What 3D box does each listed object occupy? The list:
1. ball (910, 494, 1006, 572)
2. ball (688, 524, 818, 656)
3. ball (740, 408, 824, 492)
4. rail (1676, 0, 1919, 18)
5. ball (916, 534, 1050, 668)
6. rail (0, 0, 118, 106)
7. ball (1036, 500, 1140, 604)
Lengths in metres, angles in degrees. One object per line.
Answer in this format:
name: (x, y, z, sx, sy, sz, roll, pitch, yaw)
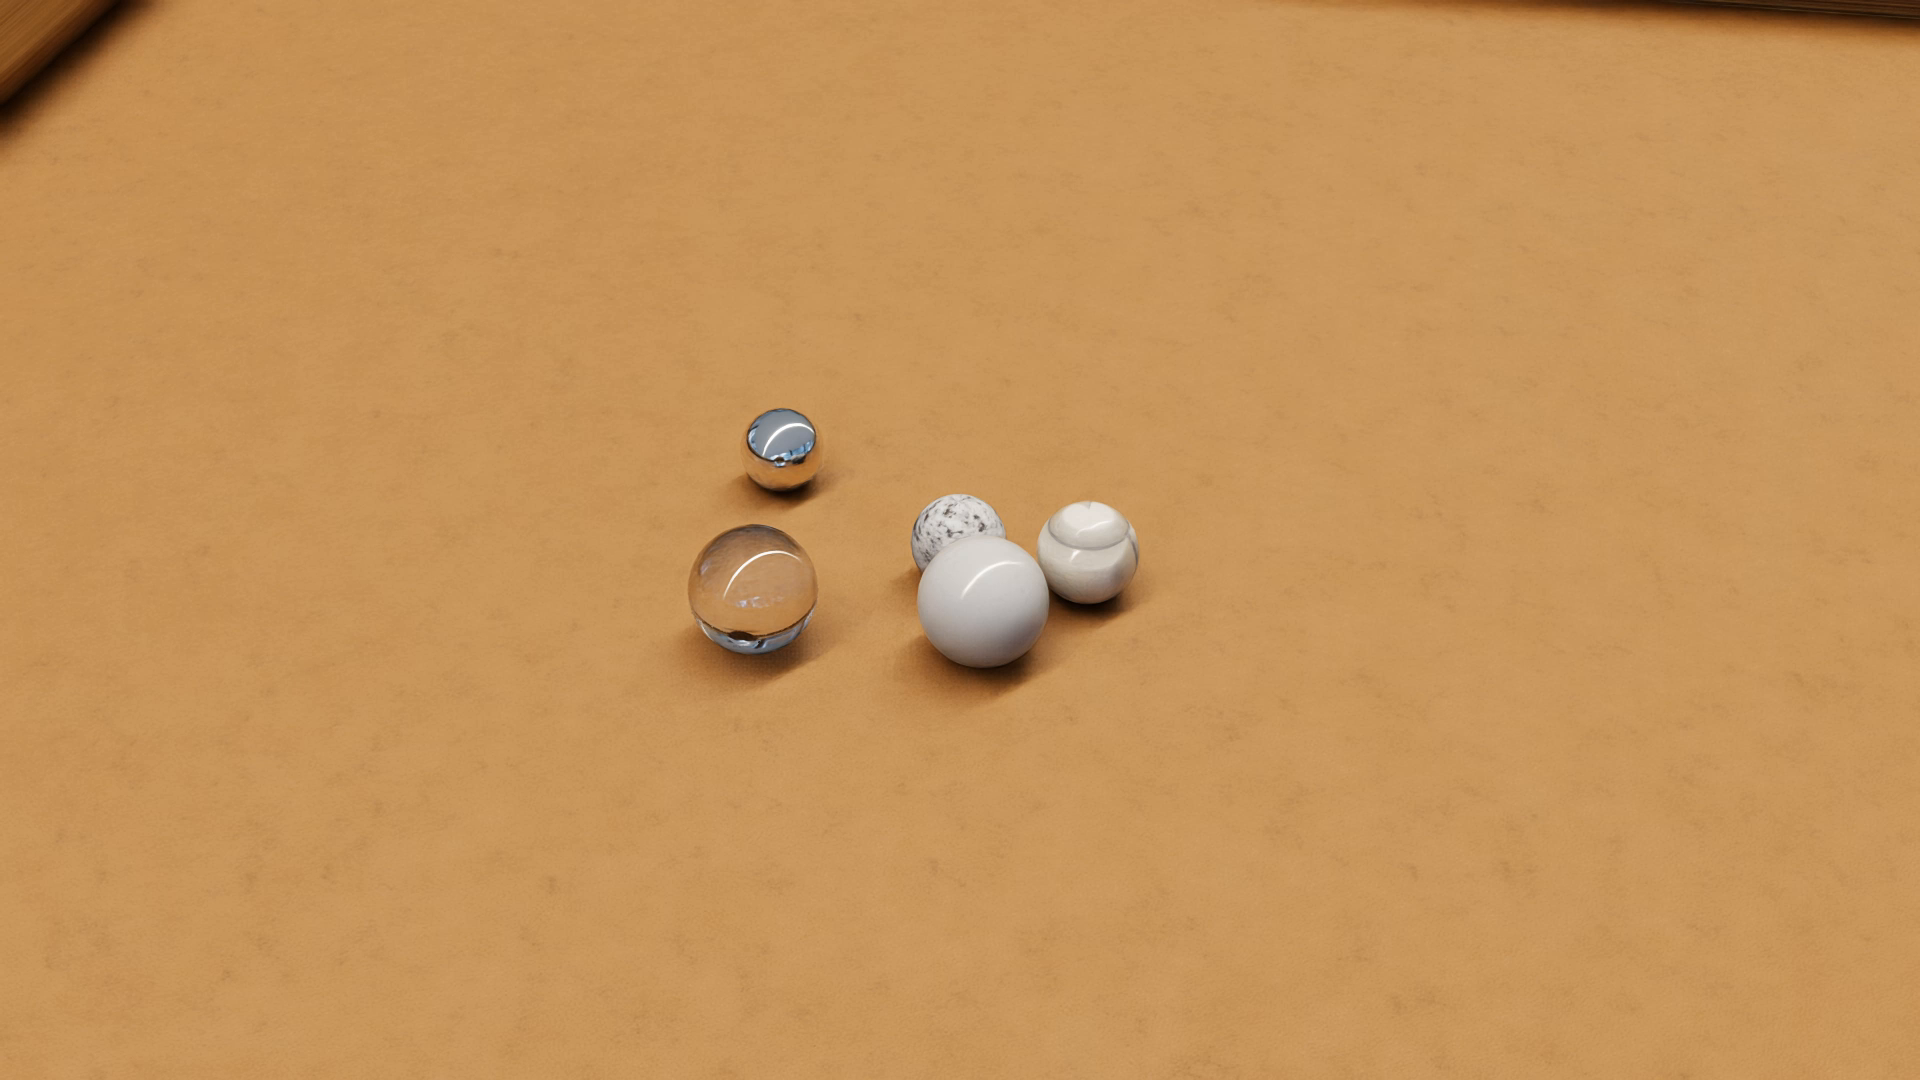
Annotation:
ball: (-0.001, 0.001, 1.777, 0.067, 0.067, 0.067, 0, 35, 0)
ball: (-0.138, 0.033, 1.714, 0.088, 0.088, 0.088, 0, 35, 0)
ball: (-0.130, -0.066, 1.877, 0.062, 0.062, 0.062, 0, 35, 0)
rail: (1.198, -0.539, 2.499, 4.094, 0.119, 0.045, 6, 35, 8)
ball: (0.015, 0.041, 1.702, 0.088, 0.088, 0.088, 0, 35, 0)
rail: (-0.985, -0.118, 1.900, 0.045, 0.119, 2.245, 6, 35, 8)
ball: (0.088, 0.009, 1.763, 0.071, 0.071, 0.071, 0, 35, 0)
